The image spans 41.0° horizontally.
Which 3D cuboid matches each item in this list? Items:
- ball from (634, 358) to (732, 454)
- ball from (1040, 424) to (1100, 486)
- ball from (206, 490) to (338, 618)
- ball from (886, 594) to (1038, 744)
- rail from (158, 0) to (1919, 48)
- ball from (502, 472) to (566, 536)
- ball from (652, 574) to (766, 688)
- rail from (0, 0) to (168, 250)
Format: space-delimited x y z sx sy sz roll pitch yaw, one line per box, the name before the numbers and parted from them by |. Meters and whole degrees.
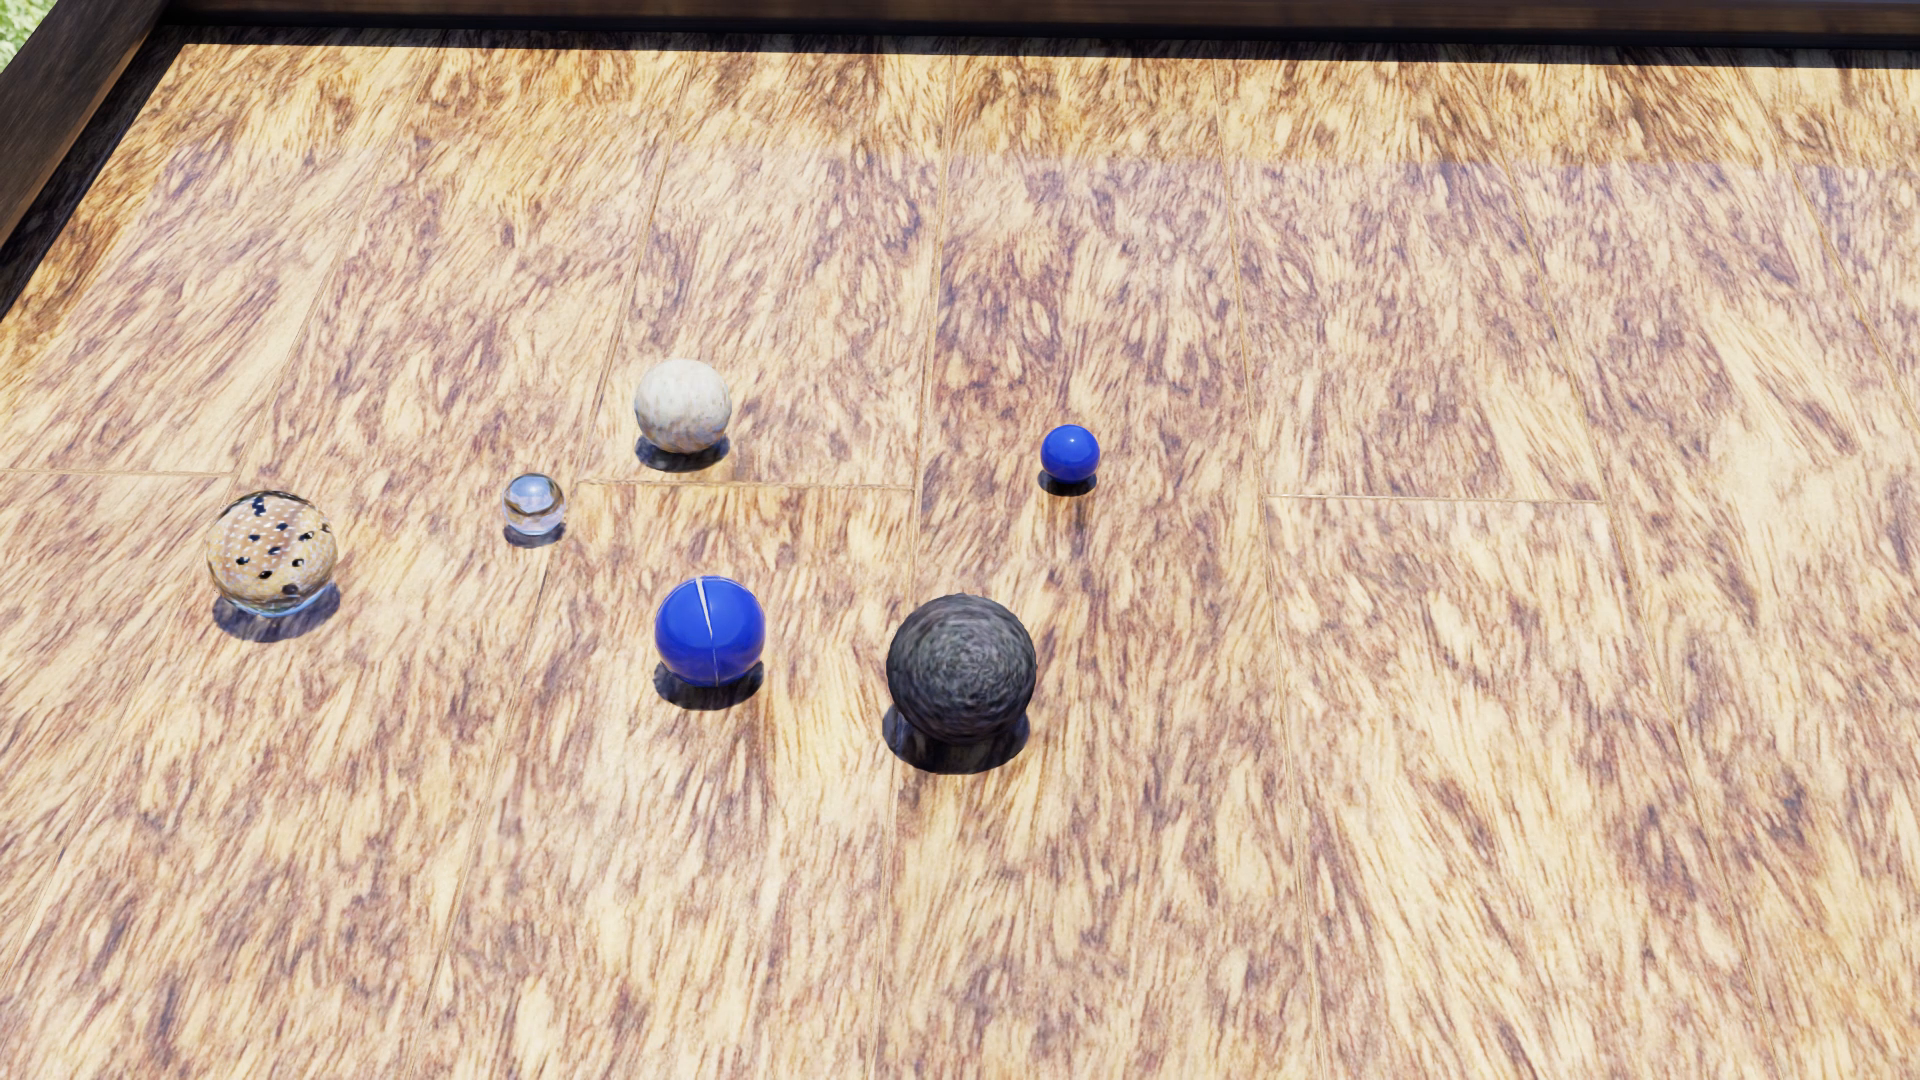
ball | -0.204 -0.099 1.890 0.071 0.071 0.071 0 36 0
ball | 0.080 -0.062 1.862 0.044 0.044 0.044 0 36 0
ball | -0.463 0.009 1.727 0.086 0.086 0.086 0 36 0
ball | 0.001 0.081 1.618 0.095 0.095 0.095 0 36 0
rail | 0.851 -0.512 2.422 3.287 0.124 0.045 1 36 2
ball | -0.301 -0.025 1.811 0.045 0.045 0.045 0 36 0
ball | -0.162 0.059 1.667 0.074 0.074 0.074 0 36 0
rail | -0.798 -0.040 1.762 0.045 0.124 1.782 1 36 2
